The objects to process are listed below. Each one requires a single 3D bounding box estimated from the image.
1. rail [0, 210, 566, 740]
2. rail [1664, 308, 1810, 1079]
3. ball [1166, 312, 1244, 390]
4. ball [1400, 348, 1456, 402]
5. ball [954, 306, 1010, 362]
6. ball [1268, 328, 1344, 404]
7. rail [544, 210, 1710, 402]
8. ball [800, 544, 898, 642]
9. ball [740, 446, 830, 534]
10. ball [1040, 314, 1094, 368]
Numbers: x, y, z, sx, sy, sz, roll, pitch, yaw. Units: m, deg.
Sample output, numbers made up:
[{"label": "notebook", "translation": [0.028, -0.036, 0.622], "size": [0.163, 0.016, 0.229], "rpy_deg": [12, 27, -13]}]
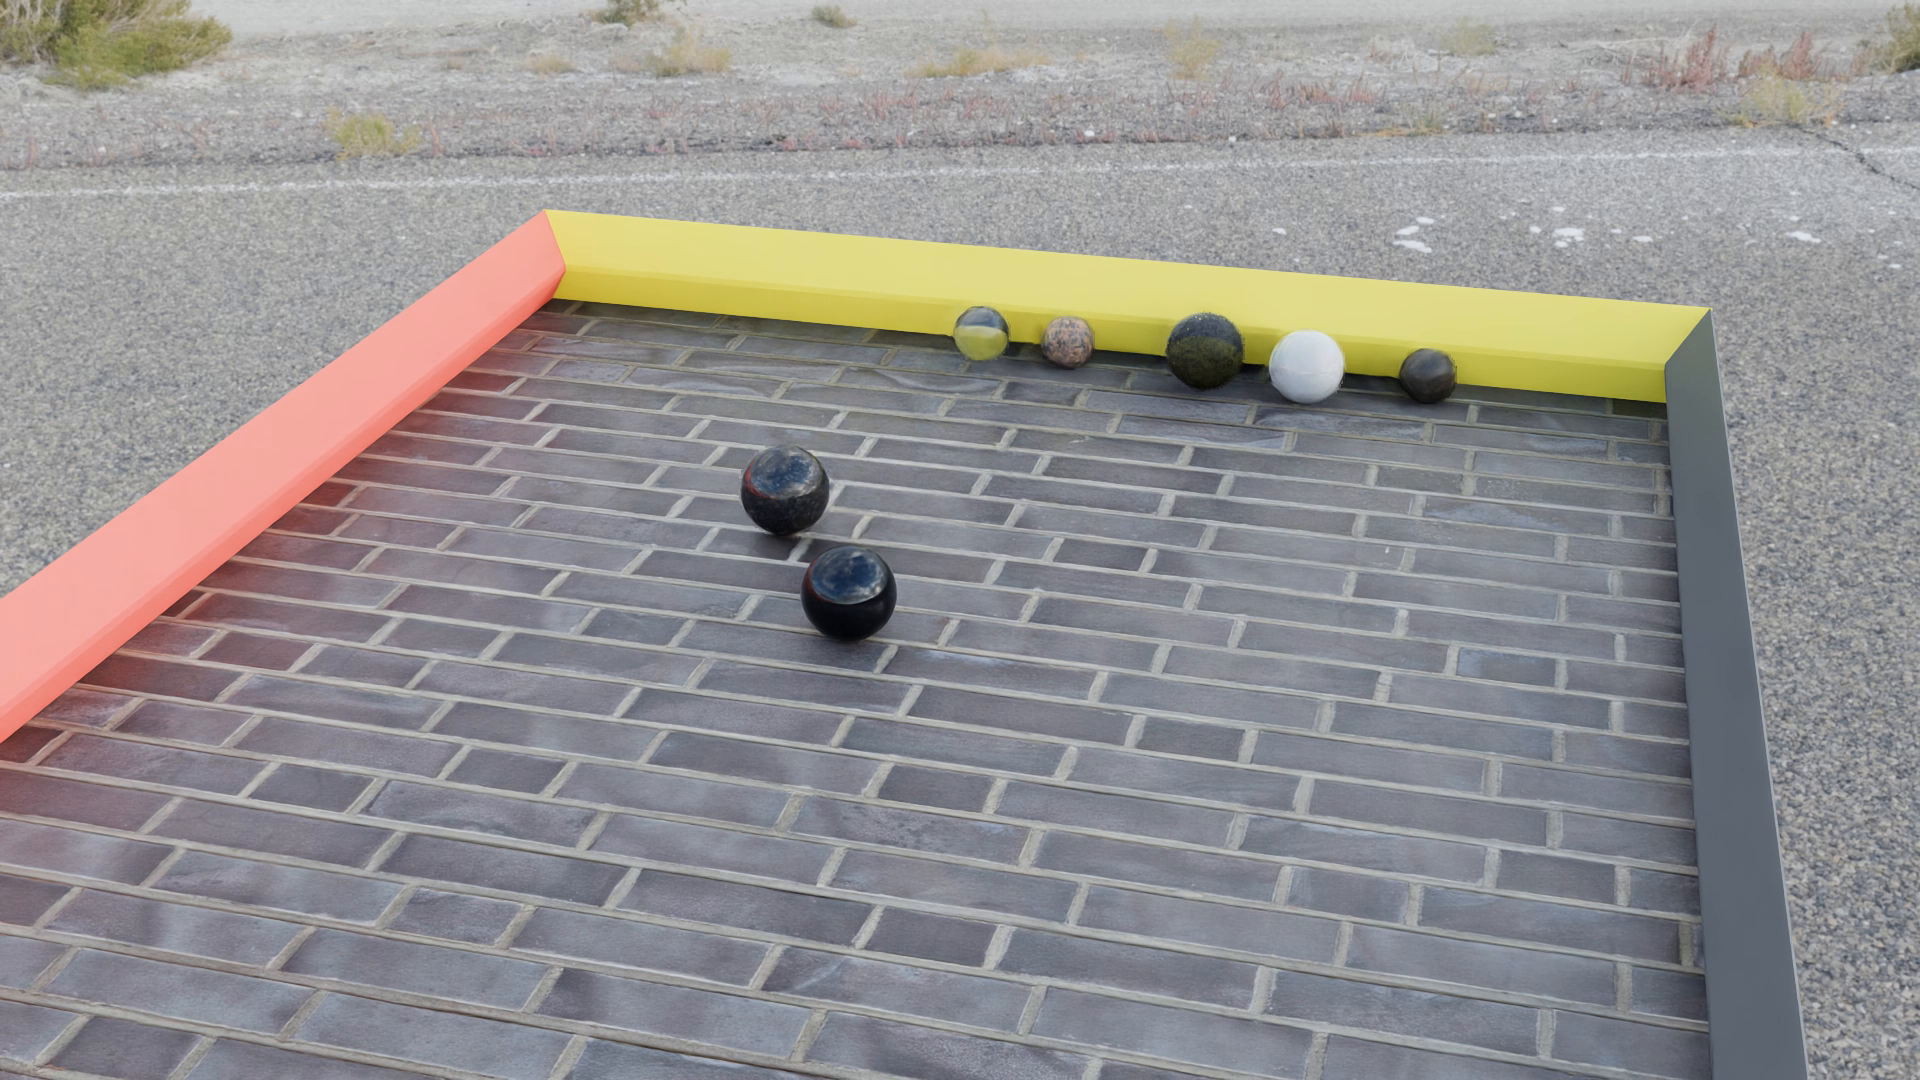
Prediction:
[{"label": "rail", "translation": [-0.846, 0.177, 1.776], "size": [0.045, 0.120, 2.573], "rpy_deg": [7, 27, 13]}, {"label": "rail", "translation": [0.520, 0.336, 1.456], "size": [0.045, 0.120, 2.573], "rpy_deg": [7, 27, 13]}, {"label": "ball", "translation": [0.292, -0.226, 2.624], "size": [0.092, 0.092, 0.092], "rpy_deg": [0, 26, 0]}, {"label": "ball", "translation": [0.551, -0.194, 2.591], "size": [0.064, 0.064, 0.064], "rpy_deg": [0, 26, 0]}, {"label": "ball", "translation": [0.026, -0.255, 2.709], "size": [0.069, 0.069, 0.069], "rpy_deg": [0, 26, 0]}, {"label": "ball", "translation": [0.407, -0.204, 2.586], "size": [0.087, 0.087, 0.087], "rpy_deg": [0, 26, 0]}, {"label": "rail", "translation": [0.157, -0.286, 2.711], "size": [1.460, 0.120, 0.045], "rpy_deg": [7, 27, 13]}, {"label": "ball", "translation": [-0.105, 0.050, 2.068], "size": [0.091, 0.091, 0.091], "rpy_deg": [0, 26, 0]}, {"label": "ball", "translation": [-0.181, -0.051, 2.272], "size": [0.093, 0.093, 0.093], "rpy_deg": [0, 26, 0]}, {"label": "ball", "translation": [0.131, -0.243, 2.689], "size": [0.065, 0.065, 0.065], "rpy_deg": [0, 26, 0]}]
